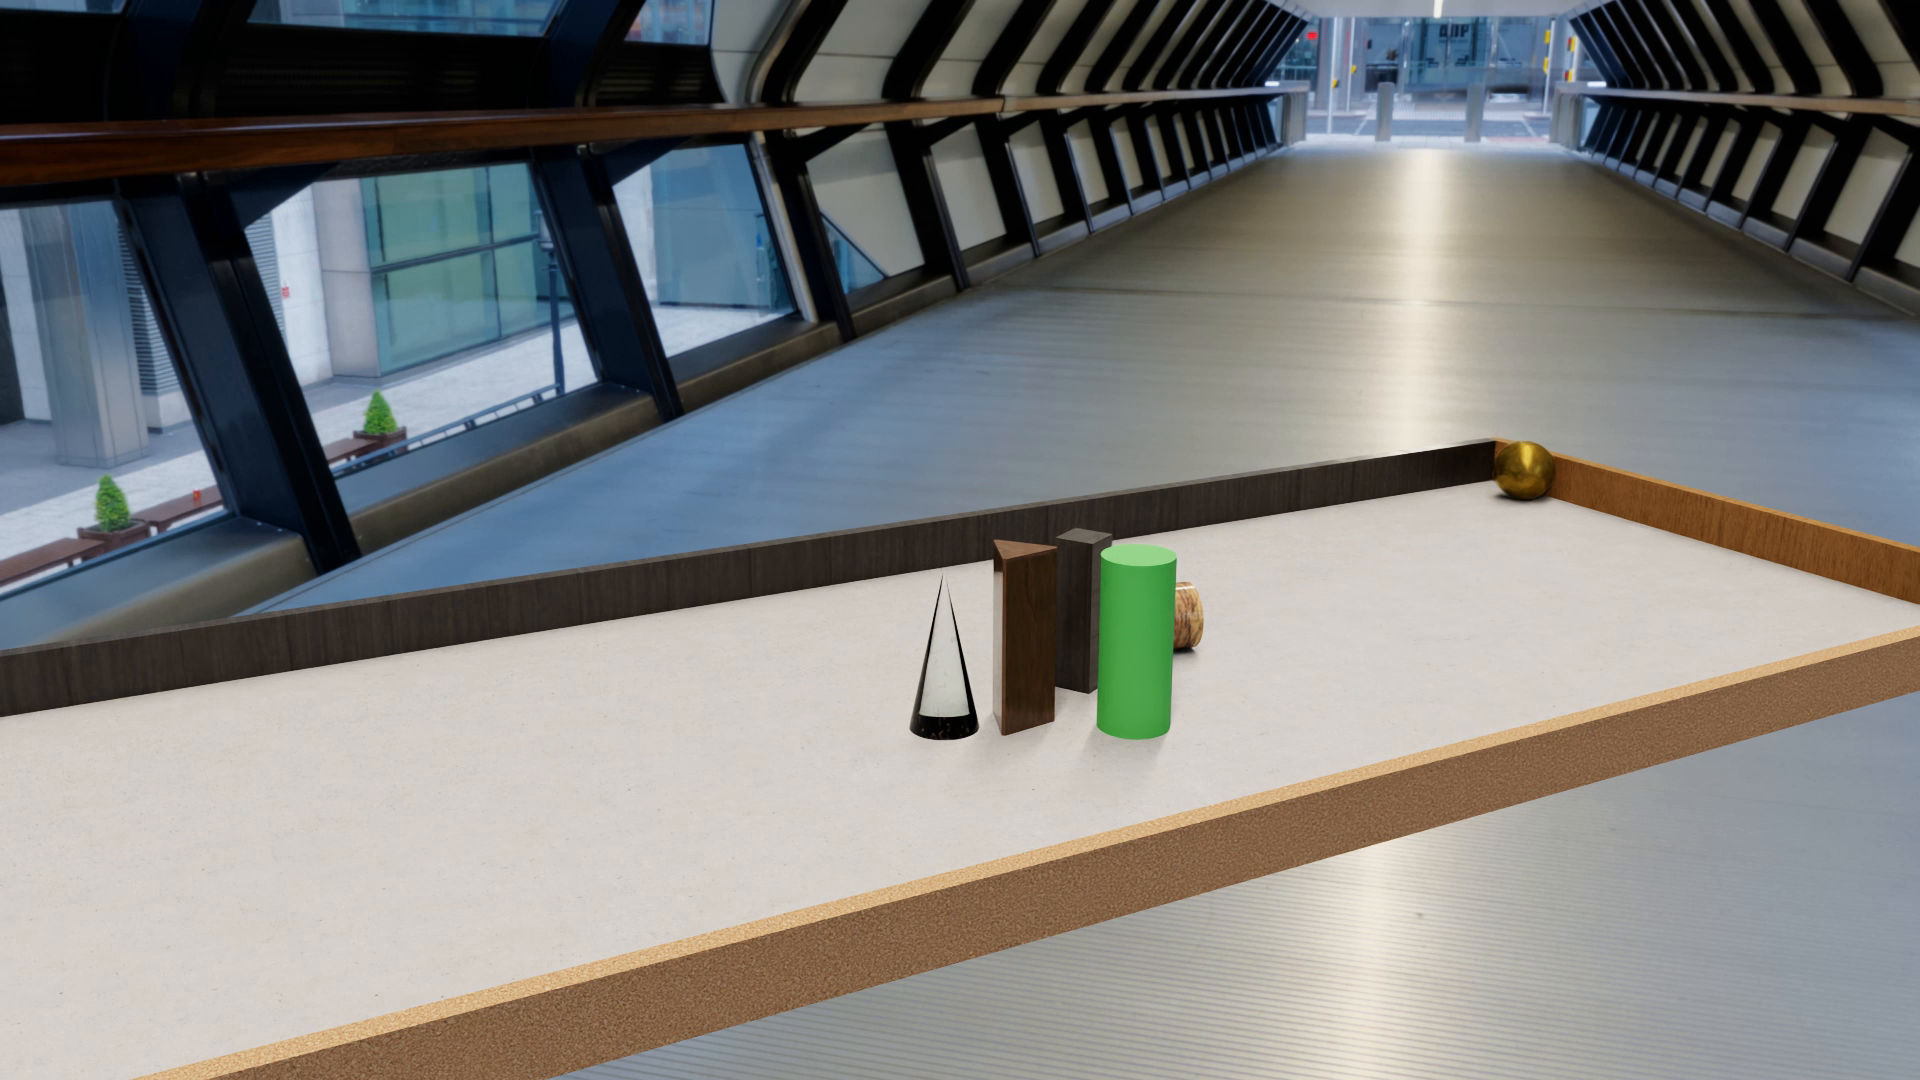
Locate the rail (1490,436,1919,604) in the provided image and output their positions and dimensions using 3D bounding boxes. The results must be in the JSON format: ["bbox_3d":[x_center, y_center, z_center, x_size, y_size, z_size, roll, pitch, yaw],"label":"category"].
[{"bbox_3d":[2.466,-0.048,5.253,0.050,0.150,2.100,-9,18,-27],"label":"rail"}]

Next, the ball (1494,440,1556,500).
[{"bbox_3d":[1.994,-0.247,5.830,0.206,0.206,0.206,0,16,0],"label":"ball"}]

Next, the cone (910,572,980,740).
[{"bbox_3d":[-0.037,0.251,3.813,0.166,0.388,0.166,0,16,0],"label":"cone"}]

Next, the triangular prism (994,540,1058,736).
[{"bbox_3d":[0.121,0.220,3.849,0.155,0.428,0.134,-12,20,-35],"label":"triangular prism"}]

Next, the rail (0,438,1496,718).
[{"bbox_3d":[-3.305,0.497,3.399,12.000,0.150,0.050,-9,18,-27],"label":"rail"}]

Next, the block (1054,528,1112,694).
[{"bbox_3d":[0.302,0.175,4.076,0.103,0.386,0.103,10,19,31],"label":"block"}]

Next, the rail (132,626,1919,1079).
[{"bbox_3d":[-2.336,1.006,1.665,12.000,0.150,0.050,-9,18,-27],"label":"rail"}]

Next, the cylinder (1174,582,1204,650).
[{"bbox_3d":[0.442,0.212,4.325,0.348,0.175,0.175,-5,17,-16],"label":"cylinder"}]

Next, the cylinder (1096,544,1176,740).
[{"bbox_3d":[0.407,0.234,3.817,0.173,0.418,0.173,0,16,0],"label":"cylinder"}]
